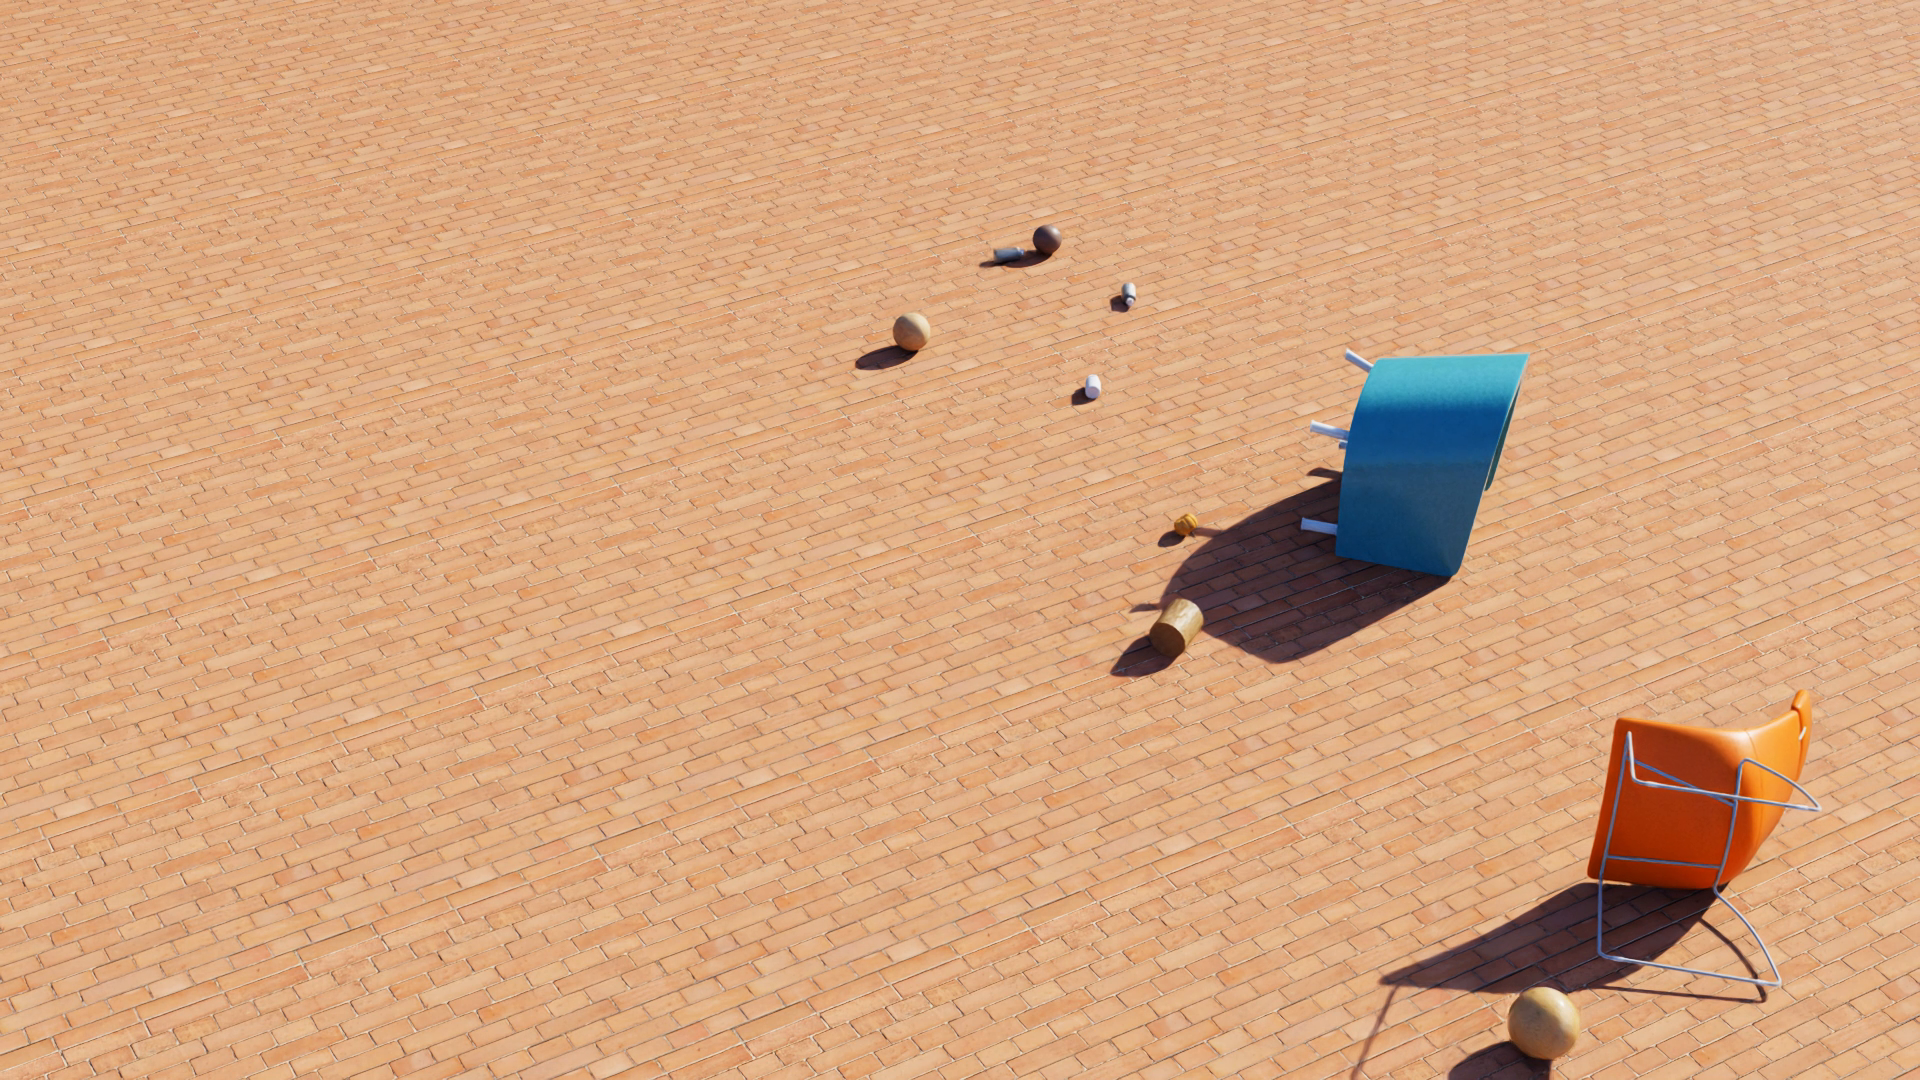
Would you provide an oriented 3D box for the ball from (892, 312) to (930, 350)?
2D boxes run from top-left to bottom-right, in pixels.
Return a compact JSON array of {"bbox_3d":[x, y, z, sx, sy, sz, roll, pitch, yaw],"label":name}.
[{"bbox_3d":[-0.199,-0.860,12.106,0.158,0.158,0.158,0,33,0],"label":"ball"}]

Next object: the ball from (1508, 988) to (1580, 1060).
[{"bbox_3d":[1.712,1.418,8.601,0.210,0.210,0.210,0,33,0],"label":"ball"}]

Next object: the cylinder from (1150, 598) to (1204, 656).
[{"bbox_3d":[0.764,0.309,10.350,0.143,0.133,0.165,50,41,-7],"label":"cylinder"}]
